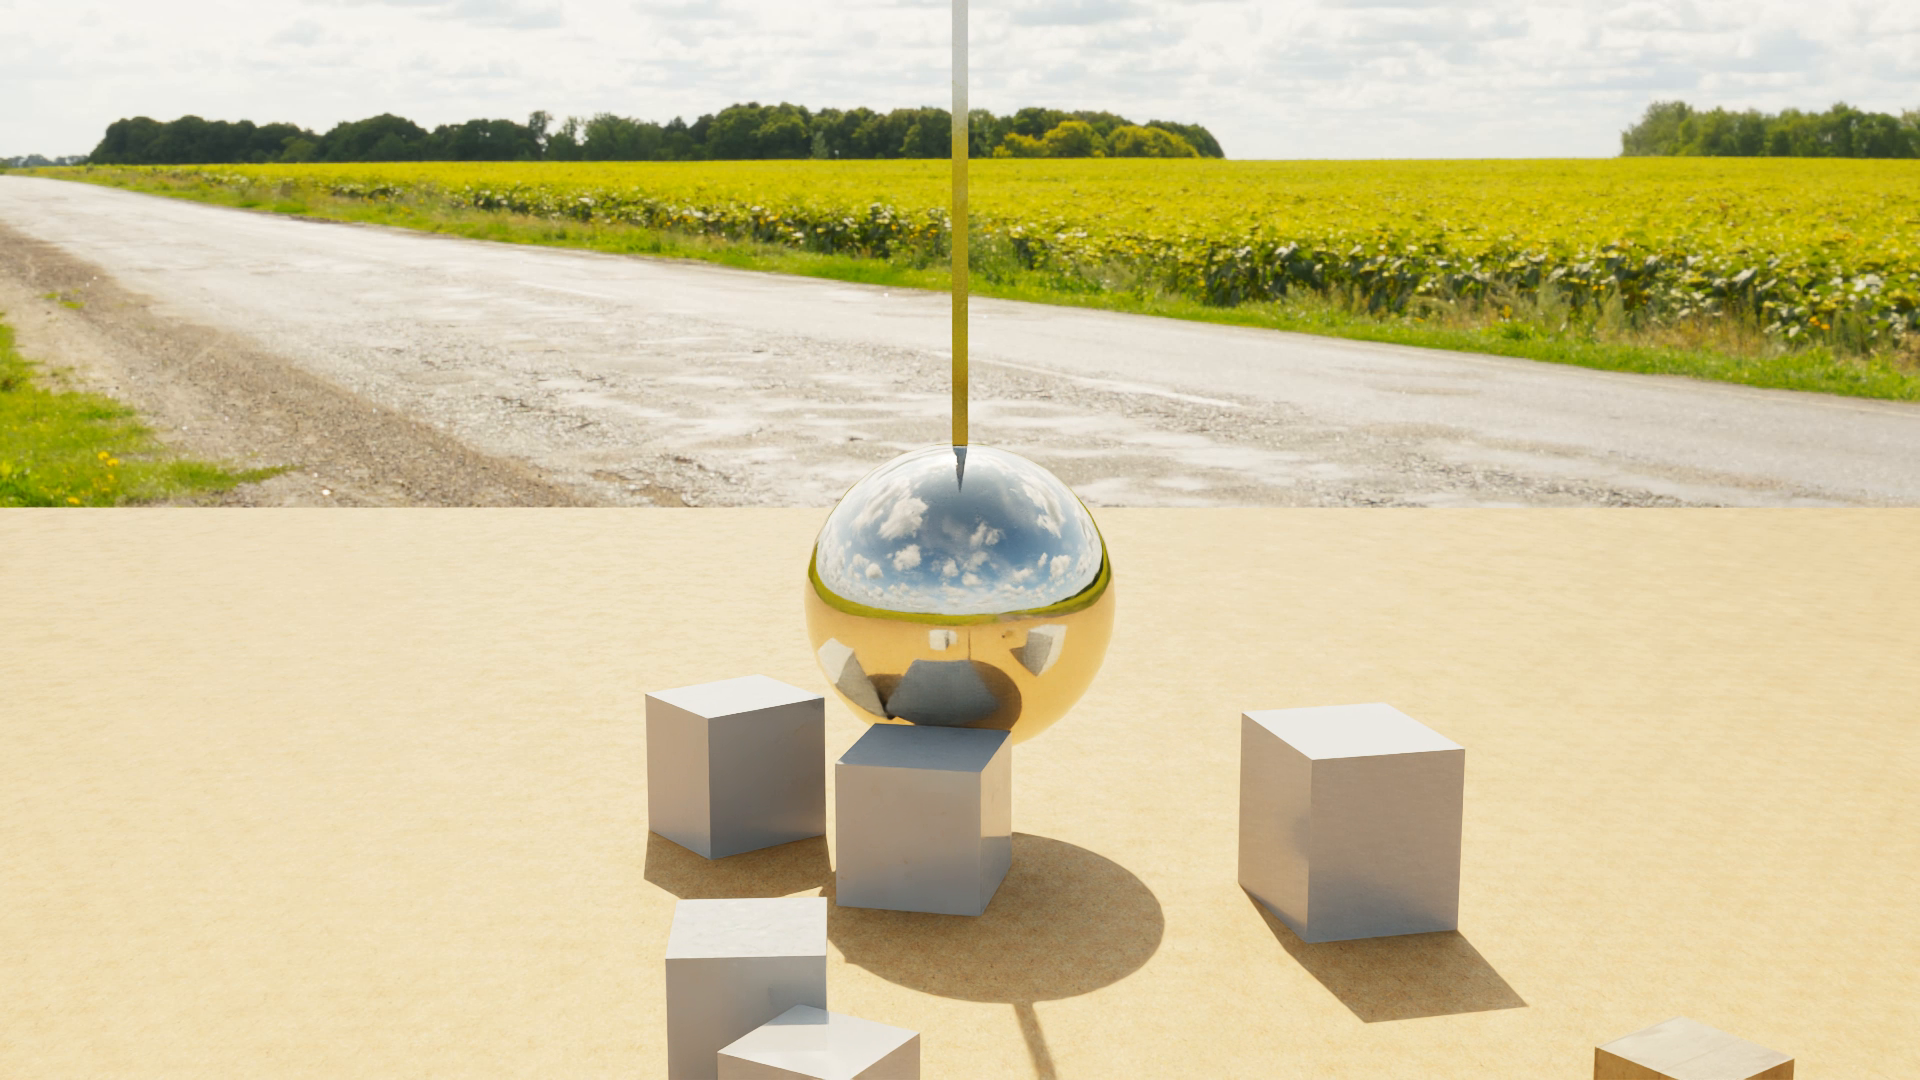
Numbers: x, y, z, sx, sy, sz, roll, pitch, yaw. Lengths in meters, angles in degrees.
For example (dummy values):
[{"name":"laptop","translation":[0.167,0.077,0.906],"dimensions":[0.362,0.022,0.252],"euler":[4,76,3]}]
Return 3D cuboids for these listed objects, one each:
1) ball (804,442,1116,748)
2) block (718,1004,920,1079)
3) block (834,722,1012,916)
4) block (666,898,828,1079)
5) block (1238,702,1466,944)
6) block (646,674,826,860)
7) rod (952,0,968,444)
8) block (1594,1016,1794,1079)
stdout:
[{"name":"ball","translation":[0.000,0.302,11.241],"dimensions":[1.600,1.600,1.600],"euler":[0,10,0]},{"name":"block","translation":[-0.475,1.944,7.492],"dimensions":[0.502,0.495,0.482],"euler":[6,12,30]},{"name":"block","translation":[-0.162,1.312,10.437],"dimensions":[0.685,0.685,0.733],"euler":[2,11,12]},{"name":"block","translation":[-0.770,1.744,8.092],"dimensions":[0.564,0.674,0.605],"euler":[-1,10,-3]},{"name":"block","translation":[1.787,1.283,10.150],"dimensions":[0.731,0.843,0.841],"euler":[-3,11,-14]},{"name":"block","translation":[-1.146,1.145,11.247],"dimensions":[0.687,0.723,0.619],"euler":[-8,13,-37]},{"name":"rod","translation":[0.000,-3.043,10.630],"dimensions":[0.080,5.200,0.080],"euler":[0,10,0]},{"name":"block","translation":[2.517,1.964,7.575],"dimensions":[0.469,0.424,0.465],"euler":[-7,13,-36]}]
